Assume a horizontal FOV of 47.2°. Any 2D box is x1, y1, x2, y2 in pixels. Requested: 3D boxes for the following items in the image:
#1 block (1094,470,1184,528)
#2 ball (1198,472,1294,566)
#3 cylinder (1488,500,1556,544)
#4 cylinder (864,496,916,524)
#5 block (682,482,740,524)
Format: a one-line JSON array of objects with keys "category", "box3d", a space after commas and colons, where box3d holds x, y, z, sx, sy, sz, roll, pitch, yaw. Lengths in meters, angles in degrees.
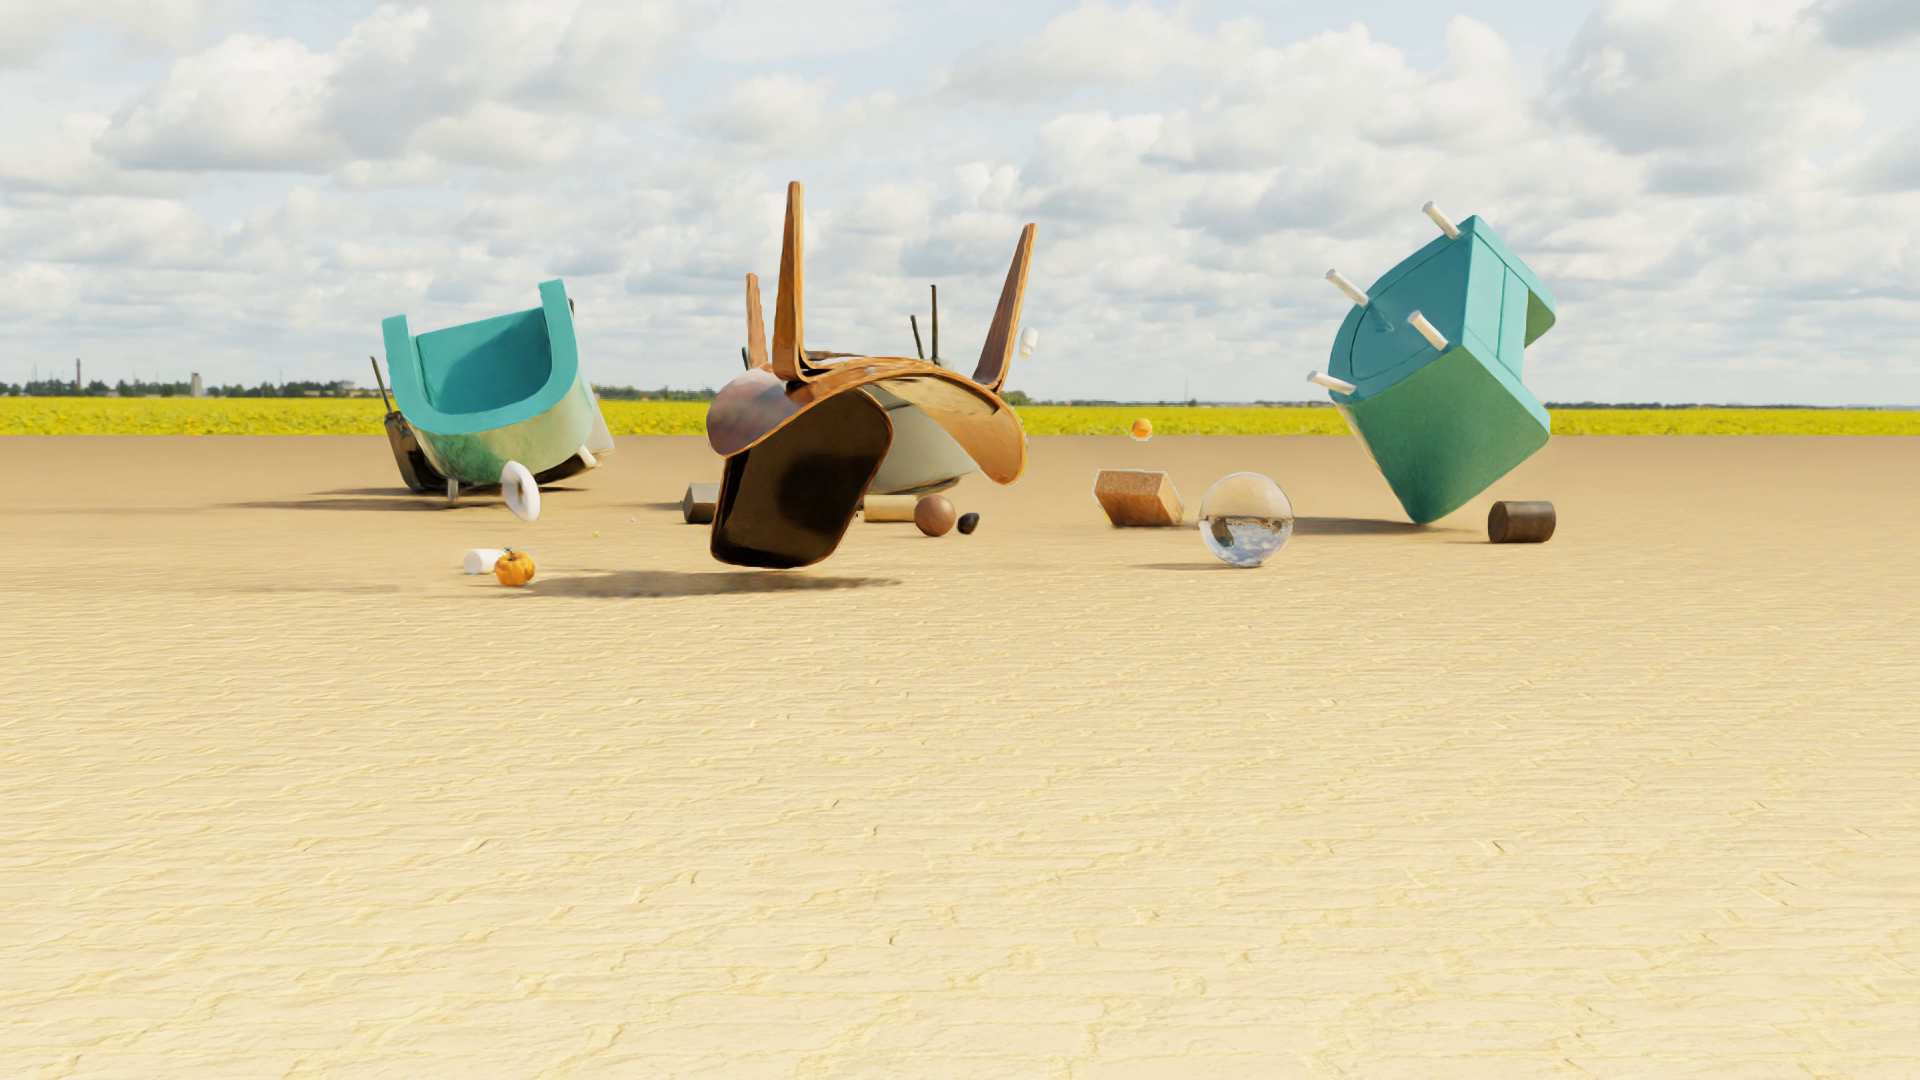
[{"category": "block", "box3d": [0.582, -0.126, 7.136, 0.220, 0.084, 0.229, 3, -29, 26]}, {"category": "ball", "box3d": [0.724, -0.053, 5.566, 0.239, 0.239, 0.239, 0, 4, 0]}, {"category": "cylinder", "box3d": [1.636, -0.053, 6.407, 0.152, 0.114, 0.137, -1, -38, -13]}, {"category": "cylinder", "box3d": [-0.234, -0.103, 7.373, 0.175, 0.093, 0.104, 0, -1, -2]}, {"category": "block", "box3d": [-0.832, -0.124, 7.341, 0.154, 0.078, 0.131, -2, -29, -22]}]
